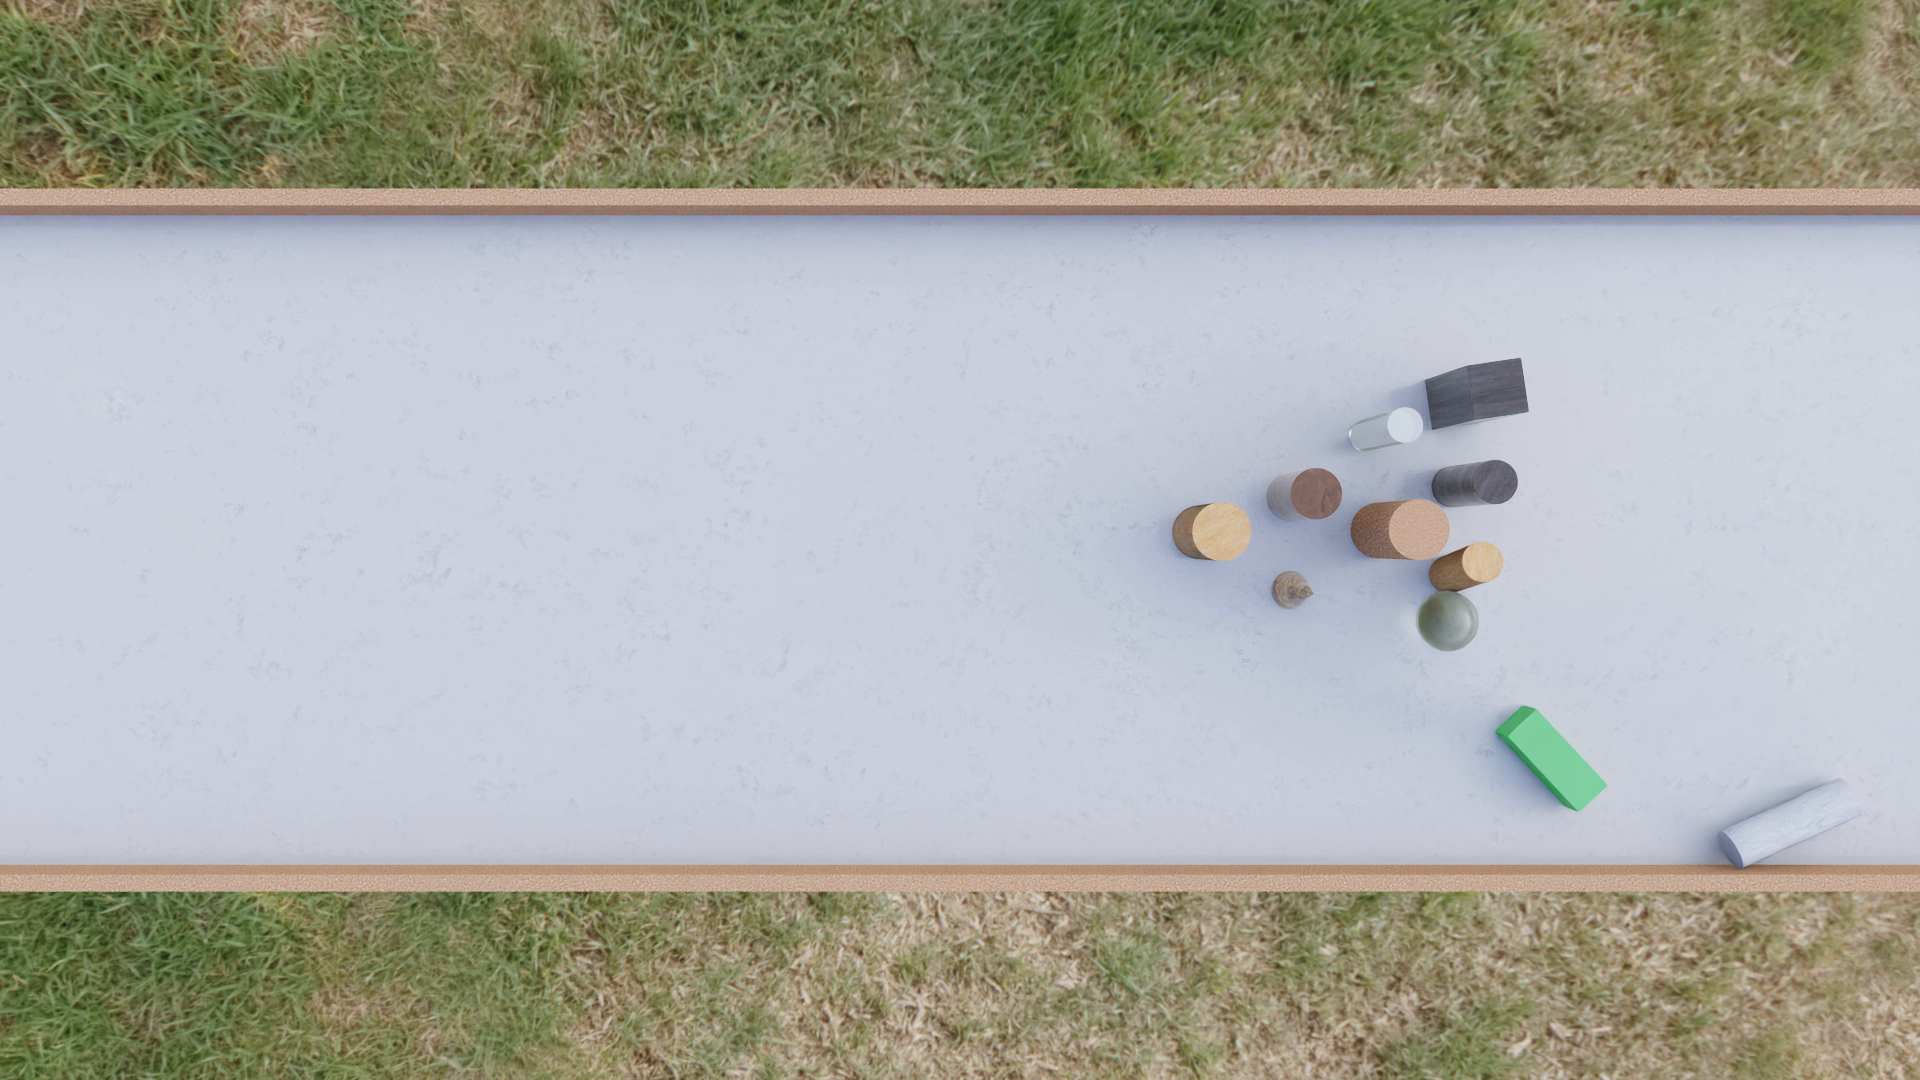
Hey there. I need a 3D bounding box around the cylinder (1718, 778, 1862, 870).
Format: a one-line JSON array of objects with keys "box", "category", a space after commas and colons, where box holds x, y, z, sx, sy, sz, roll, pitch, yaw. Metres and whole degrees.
[{"box": [2.523, 0.862, 5.015, 0.395, 0.124, 0.124, -24, 90, 0], "category": "cylinder"}]

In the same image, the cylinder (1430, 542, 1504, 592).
[{"box": [1.495, 0.084, 4.885, 0.117, 0.371, 0.117, 0, 83, 2], "category": "cylinder"}]

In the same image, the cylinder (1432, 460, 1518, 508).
[{"box": [1.515, -0.164, 4.870, 0.127, 0.412, 0.127, 0, 90, 0], "category": "cylinder"}]

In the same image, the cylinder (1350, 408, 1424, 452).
[{"box": [1.248, -0.322, 4.850, 0.100, 0.454, 0.100, 0, 90, 0], "category": "cylinder"}]

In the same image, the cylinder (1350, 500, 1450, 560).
[{"box": [1.287, -0.029, 4.849, 0.171, 0.454, 0.171, 0, 90, 0], "category": "cylinder"}]

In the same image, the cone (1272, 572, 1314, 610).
[{"box": [1.017, 0.155, 4.909, 0.117, 0.336, 0.117, 0, 90, 0], "category": "cone"}]

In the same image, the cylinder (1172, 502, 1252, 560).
[{"box": [0.736, -0.024, 4.857, 0.166, 0.439, 0.166, 0, 90, 0], "category": "cylinder"}]

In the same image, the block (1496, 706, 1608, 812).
[{"box": [1.797, 0.663, 5.017, 0.120, 0.120, 0.314, -43, 90, 0], "category": "block"}]

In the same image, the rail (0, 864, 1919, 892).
[{"box": [-2.247, 1.025, 5.001, 12.000, 0.150, 0.050, 0, 90, 0], "category": "rail"}]

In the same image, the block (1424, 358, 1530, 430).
[{"box": [1.519, -0.427, 4.867, 0.156, 0.419, 0.156, -8, 90, 0], "category": "block"}]

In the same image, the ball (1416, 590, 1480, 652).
[{"box": [1.472, 0.245, 4.984, 0.184, 0.184, 0.184, 0, 90, 0], "category": "ball"}]

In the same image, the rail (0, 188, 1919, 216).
[{"box": [-2.247, -1.025, 5.002, 12.000, 0.150, 0.050, 0, 90, 0], "category": "rail"}]

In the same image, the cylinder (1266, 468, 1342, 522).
[{"box": [1.017, -0.132, 4.892, 0.148, 0.370, 0.148, 0, 90, 0], "category": "cylinder"}]
